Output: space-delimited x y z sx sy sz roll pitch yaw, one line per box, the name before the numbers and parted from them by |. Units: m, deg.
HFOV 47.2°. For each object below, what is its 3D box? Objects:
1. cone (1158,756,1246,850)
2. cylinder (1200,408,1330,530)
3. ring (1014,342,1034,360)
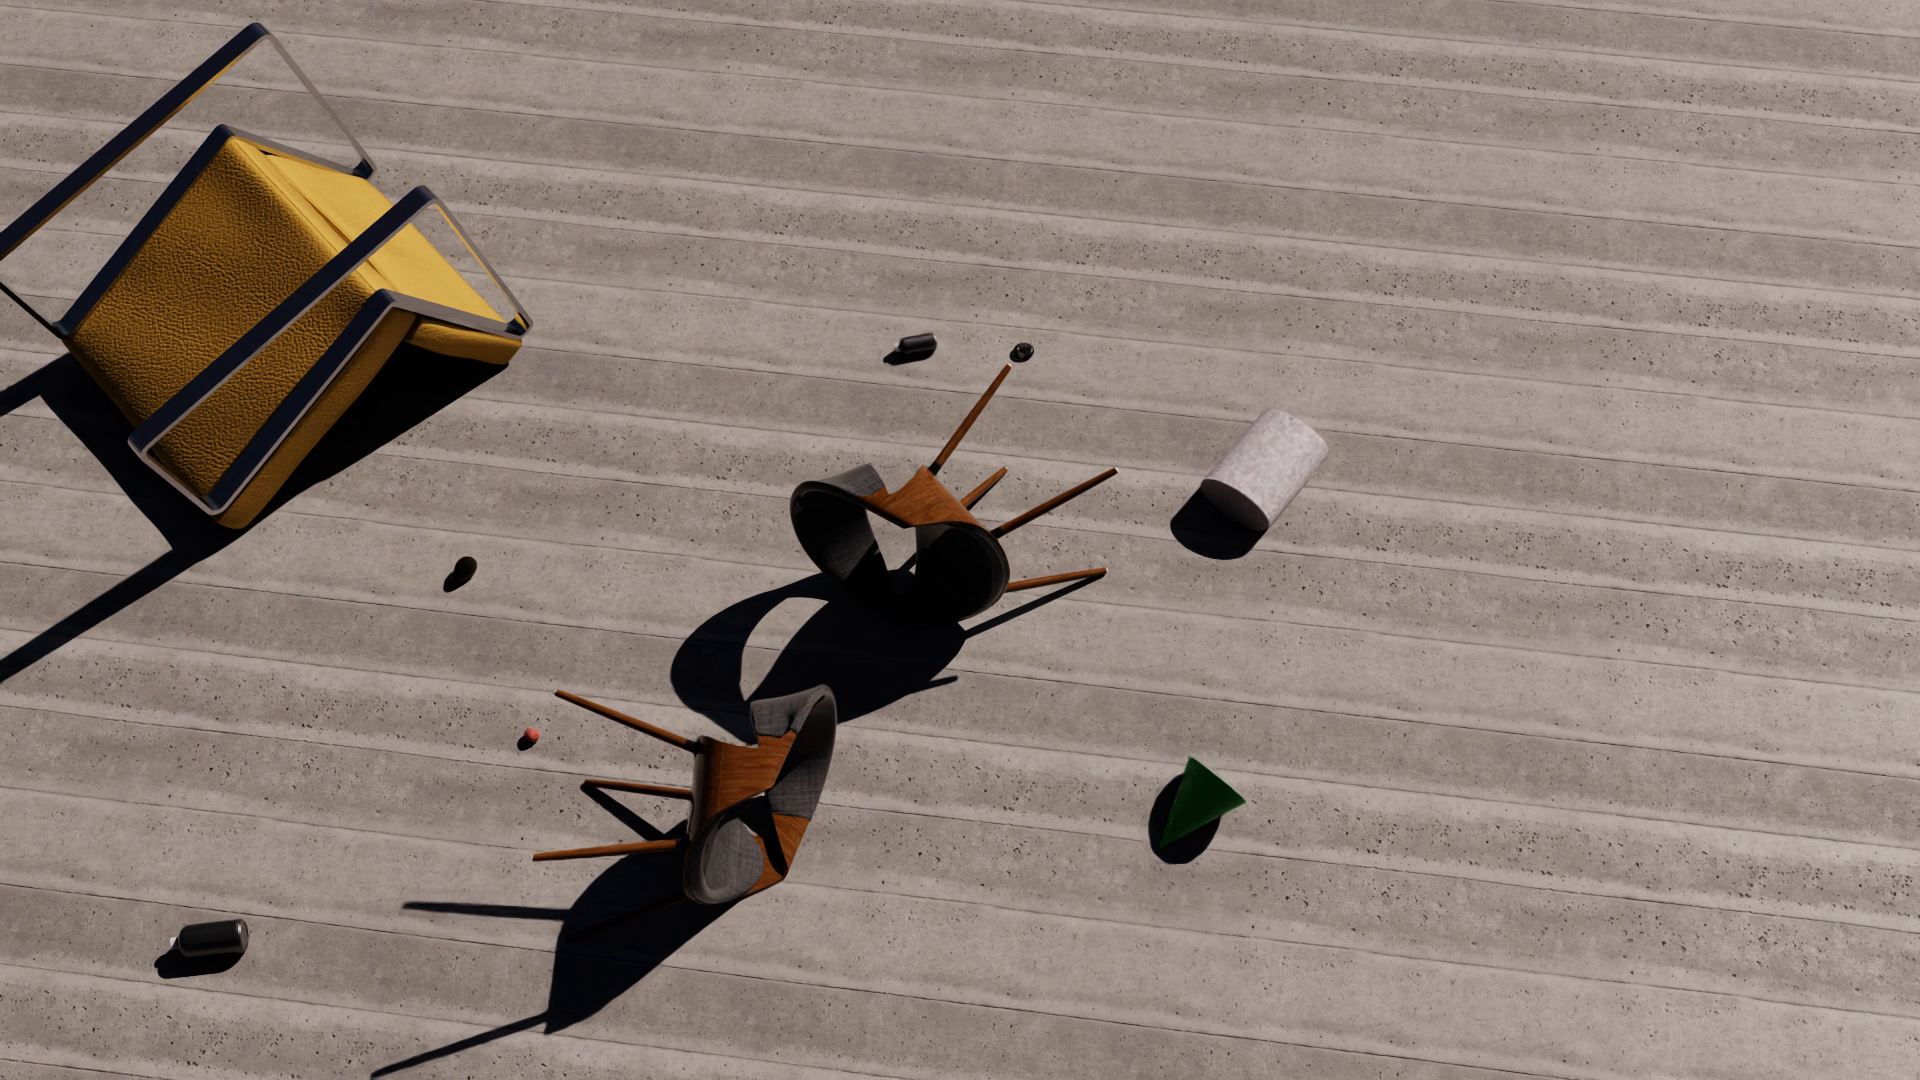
cone | 0.621 0.751 6.013 0.256 0.159 0.251 -49 27 -3
cylinder | 0.920 -0.213 6.625 0.246 0.154 0.331 34 62 17
ring | 0.202 -0.599 6.963 0.068 0.021 0.061 -14 58 -10
